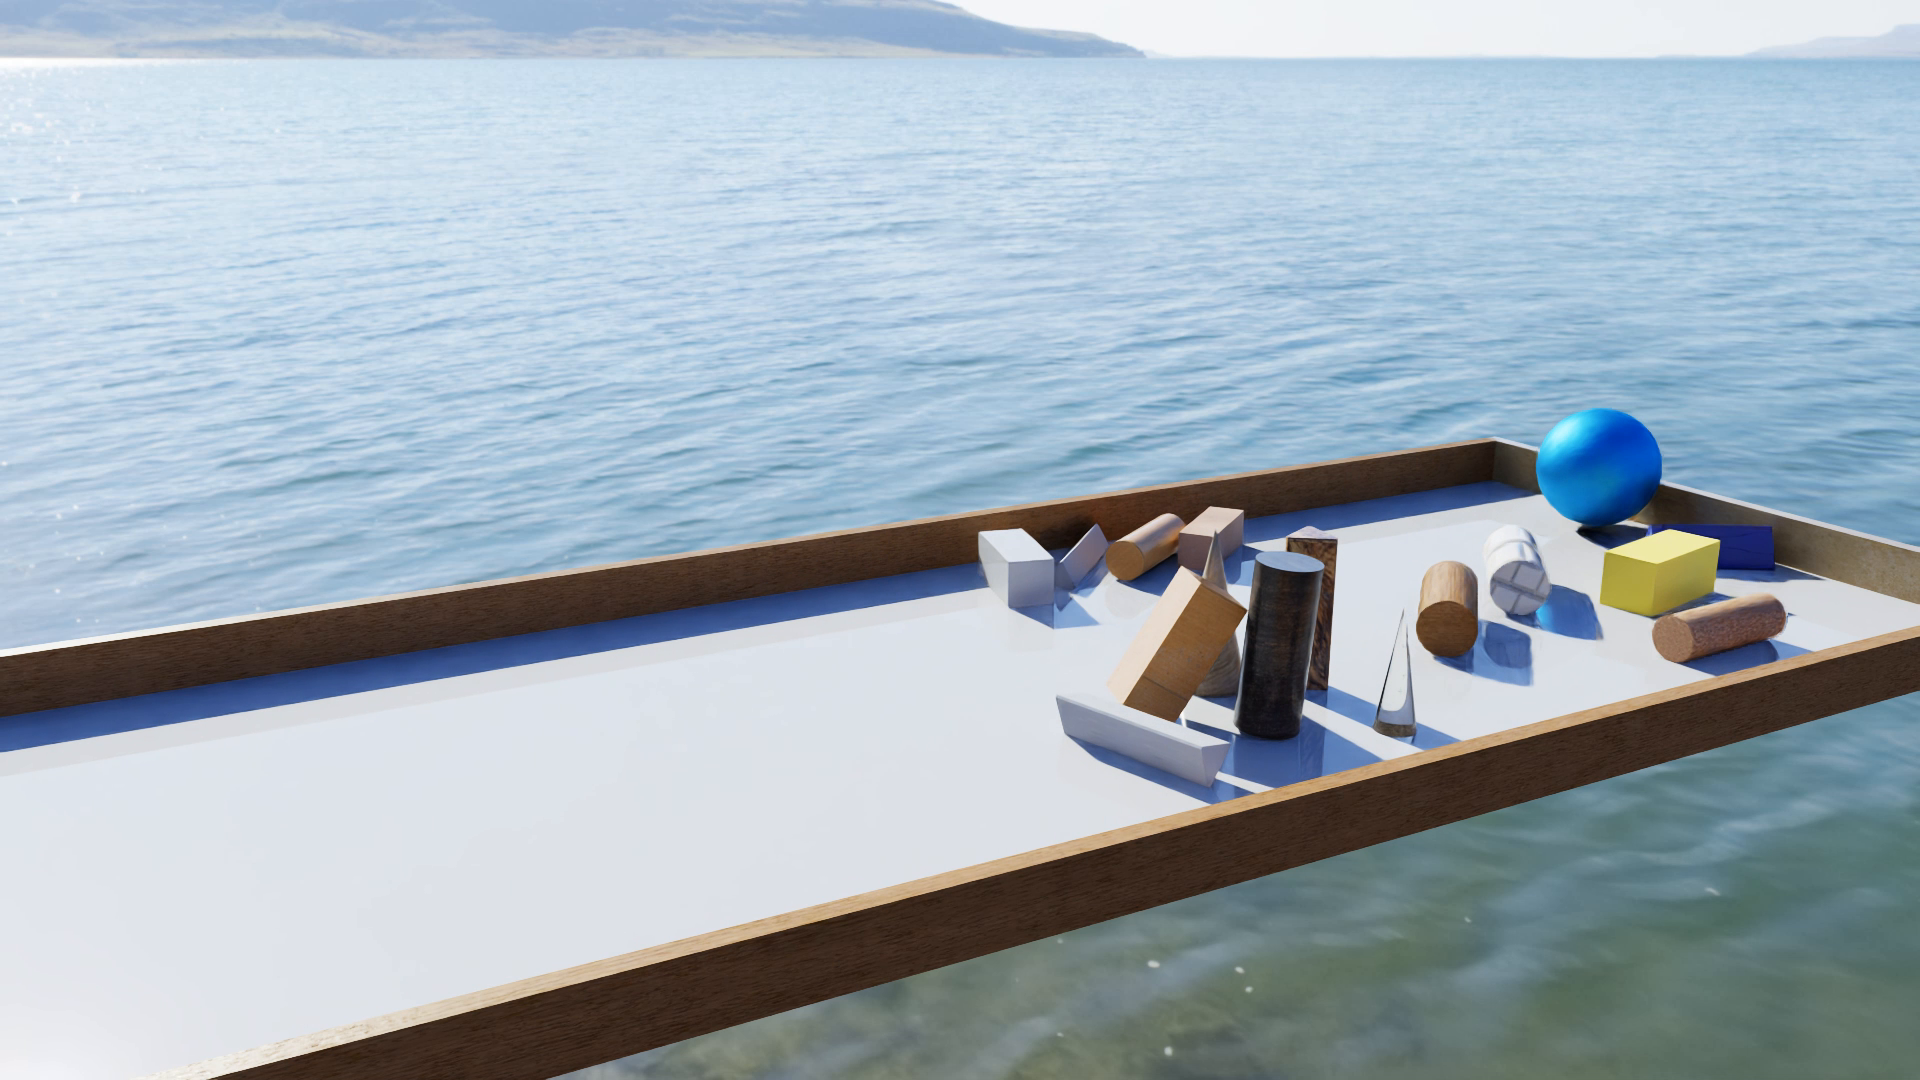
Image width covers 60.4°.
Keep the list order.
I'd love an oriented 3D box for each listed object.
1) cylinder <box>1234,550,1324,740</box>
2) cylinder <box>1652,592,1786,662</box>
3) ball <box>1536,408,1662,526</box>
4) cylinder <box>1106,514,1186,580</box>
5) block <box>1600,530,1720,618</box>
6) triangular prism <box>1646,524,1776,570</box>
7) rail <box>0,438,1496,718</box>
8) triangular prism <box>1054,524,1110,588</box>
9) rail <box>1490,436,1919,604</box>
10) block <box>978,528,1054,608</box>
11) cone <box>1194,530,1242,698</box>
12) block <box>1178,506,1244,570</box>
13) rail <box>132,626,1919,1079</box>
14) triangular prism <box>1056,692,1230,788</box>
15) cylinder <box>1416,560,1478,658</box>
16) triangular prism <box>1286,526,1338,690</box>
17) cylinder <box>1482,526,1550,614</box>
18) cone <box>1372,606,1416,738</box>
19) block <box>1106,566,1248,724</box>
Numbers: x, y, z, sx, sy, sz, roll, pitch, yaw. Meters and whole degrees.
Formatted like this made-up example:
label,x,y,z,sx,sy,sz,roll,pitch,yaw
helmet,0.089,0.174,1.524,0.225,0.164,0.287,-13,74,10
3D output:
label,x,y,z,sx,sy,sz,roll,pitch,yaw
cylinder,0.732,0.241,3.797,0.155,0.404,0.155,4,17,-1
cylinder,2.007,0.228,4.359,0.380,0.124,0.124,-9,19,-29
ball,2.105,-0.239,5.436,0.388,0.388,0.388,0,16,0
cylinder,0.577,0.019,5.069,0.124,0.124,0.347,9,19,28
block,2.024,0.092,4.766,0.361,0.156,0.156,-13,21,-38
triangular prism,2.312,0.011,5.094,0.361,0.119,0.138,1,16,4
rail,-3.305,0.497,3.399,12.000,0.150,0.050,-9,18,-27
triangular prism,0.367,0.042,5.069,0.089,0.077,0.438,6,17,17
rail,2.466,-0.048,5.253,0.050,0.150,2.100,-9,18,-27
block,0.163,0.080,4.842,0.136,0.136,0.321,-4,17,-14
cone,0.624,0.164,4.068,0.179,0.408,0.179,0,16,0
block,0.789,-0.005,5.173,0.112,0.112,0.332,7,18,24
rail,-2.336,1.006,1.665,12.000,0.150,0.050,-9,18,-27
triangular prism,0.390,0.422,3.667,0.417,0.108,0.093,16,-19,43
cylinder,1.322,0.182,4.461,0.155,0.155,0.371,5,17,16
triangular prism,0.858,0.168,4.090,0.121,0.391,0.105,2,17,8
cylinder,1.610,0.083,4.788,0.160,0.160,0.372,4,17,13
cone,1.015,0.294,3.809,0.101,0.308,0.101,0,16,0
block,0.504,0.253,3.858,0.138,0.337,0.138,29,8,-18
